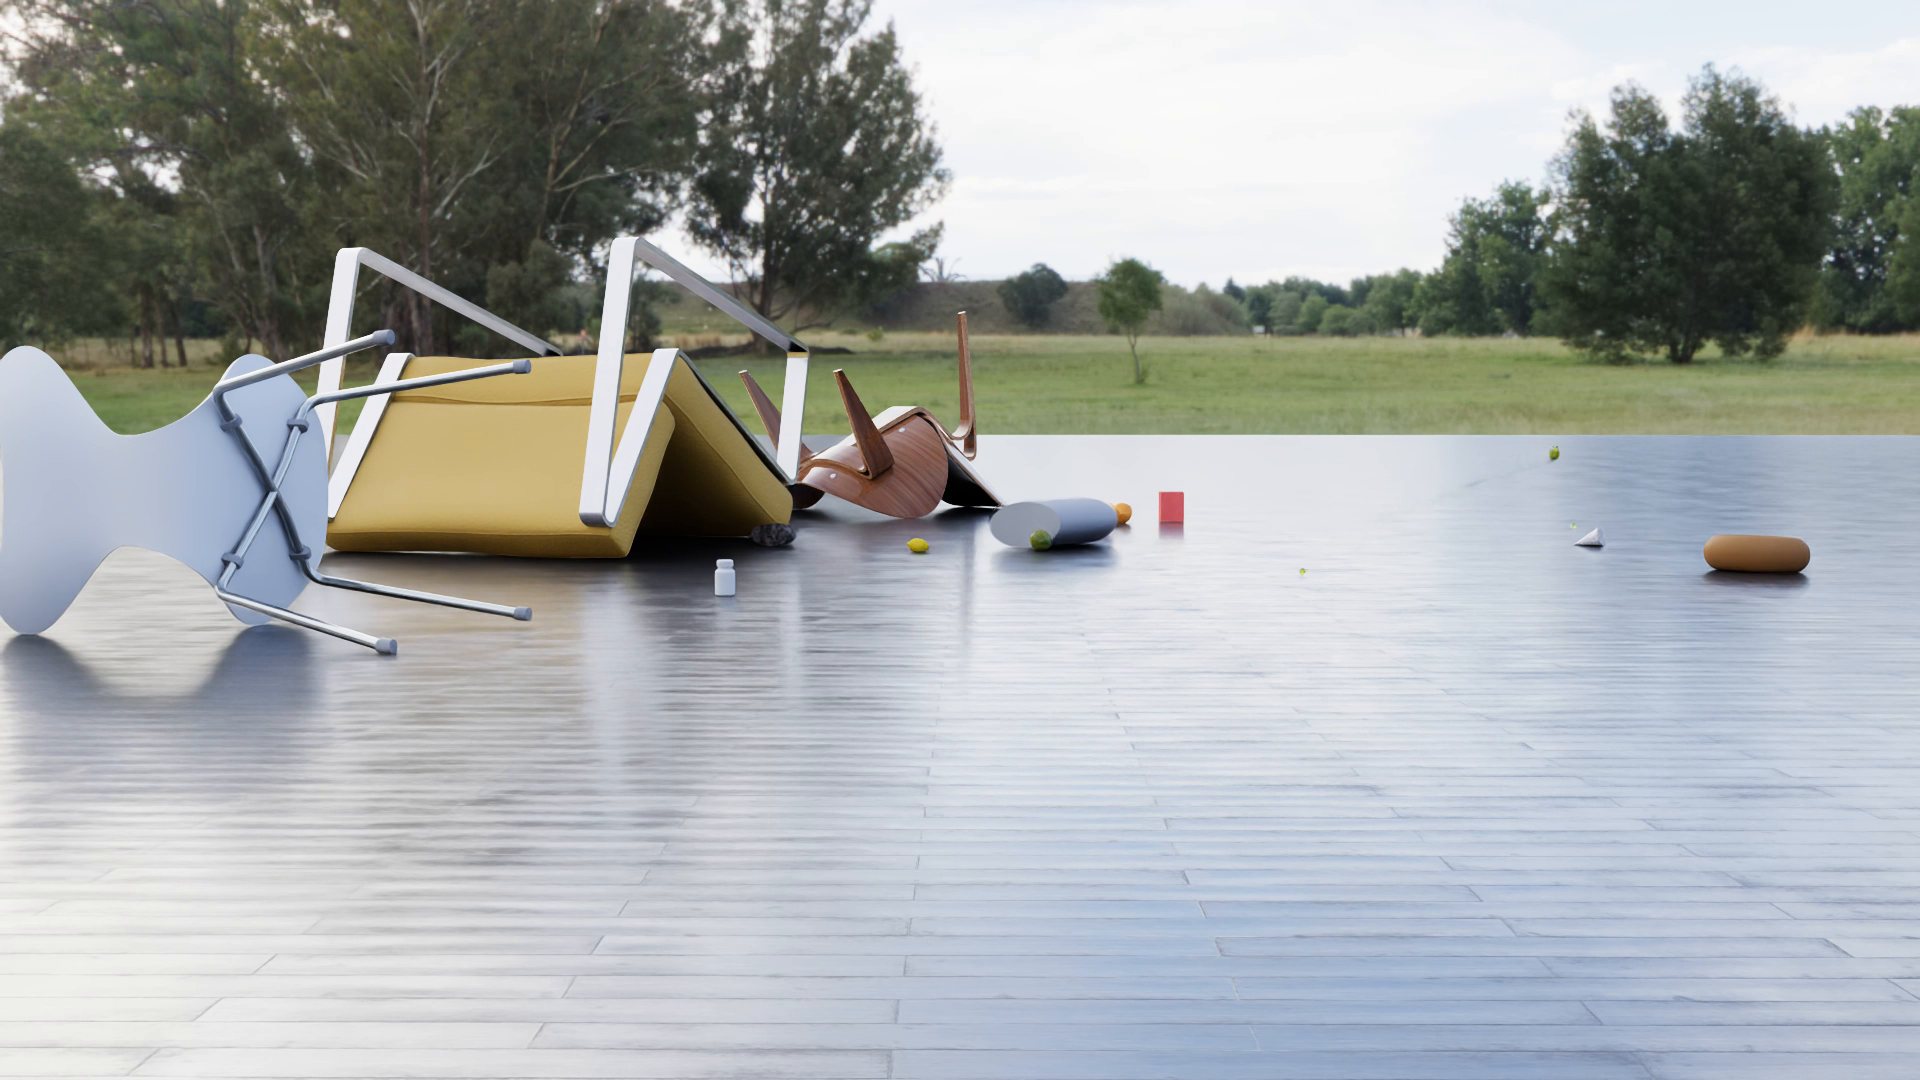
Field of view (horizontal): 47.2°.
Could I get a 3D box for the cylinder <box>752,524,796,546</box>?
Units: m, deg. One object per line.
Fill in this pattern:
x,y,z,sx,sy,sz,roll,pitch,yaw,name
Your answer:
-0.535,-0.016,6.319,0.116,0.062,0.061,3,5,17,cylinder

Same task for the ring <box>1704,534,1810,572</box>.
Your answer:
1.967,0.034,5.431,0.249,0.088,0.161,3,3,24,ring

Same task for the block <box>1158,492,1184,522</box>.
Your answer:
0.721,-0.115,7.503,0.078,0.099,0.083,0,4,0,block

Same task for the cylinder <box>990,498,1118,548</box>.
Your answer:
0.270,-0.050,6.308,0.250,0.131,0.279,-2,2,39,cylinder
